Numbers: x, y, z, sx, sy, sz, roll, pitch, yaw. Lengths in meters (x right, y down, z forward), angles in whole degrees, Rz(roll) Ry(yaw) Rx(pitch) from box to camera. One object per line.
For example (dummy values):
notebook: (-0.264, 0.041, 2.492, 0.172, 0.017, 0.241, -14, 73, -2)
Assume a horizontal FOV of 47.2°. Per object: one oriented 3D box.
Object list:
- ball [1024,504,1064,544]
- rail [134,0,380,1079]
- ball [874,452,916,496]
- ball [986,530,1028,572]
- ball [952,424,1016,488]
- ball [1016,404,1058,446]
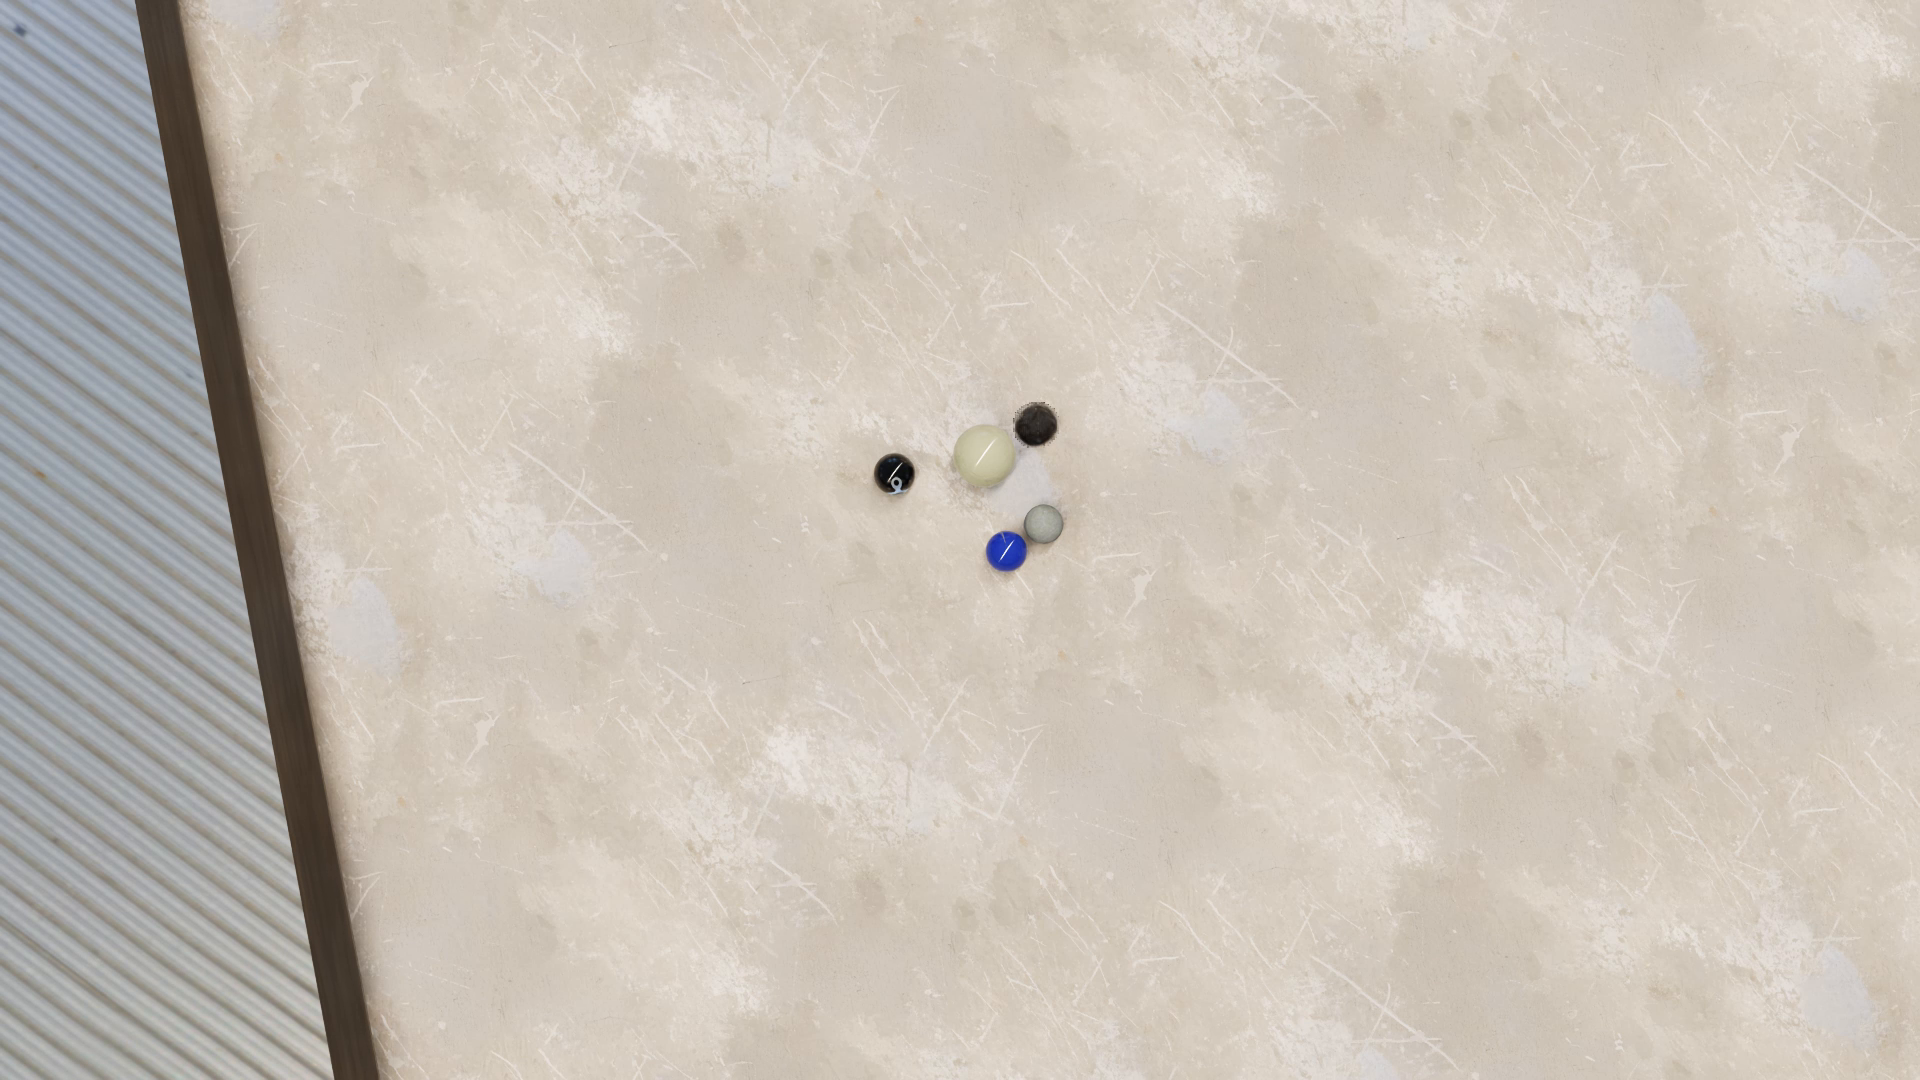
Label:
ball: (0.124, -0.024, 3.263, 0.059, 0.059, 0.059, 0, 83, 0)
rail: (-0.976, 0.211, 3.203, 0.045, 0.122, 2.377, -12, 84, -1)
ball: (-0.097, -0.098, 3.270, 0.063, 0.063, 0.063, 0, 83, 0)
ball: (0.069, 0.017, 3.257, 0.063, 0.063, 0.063, 0, 83, 0)
ball: (0.036, -0.125, 3.257, 0.094, 0.094, 0.094, 0, 83, 0)
ball: (0.114, -0.171, 3.278, 0.063, 0.063, 0.063, 0, 83, 0)
